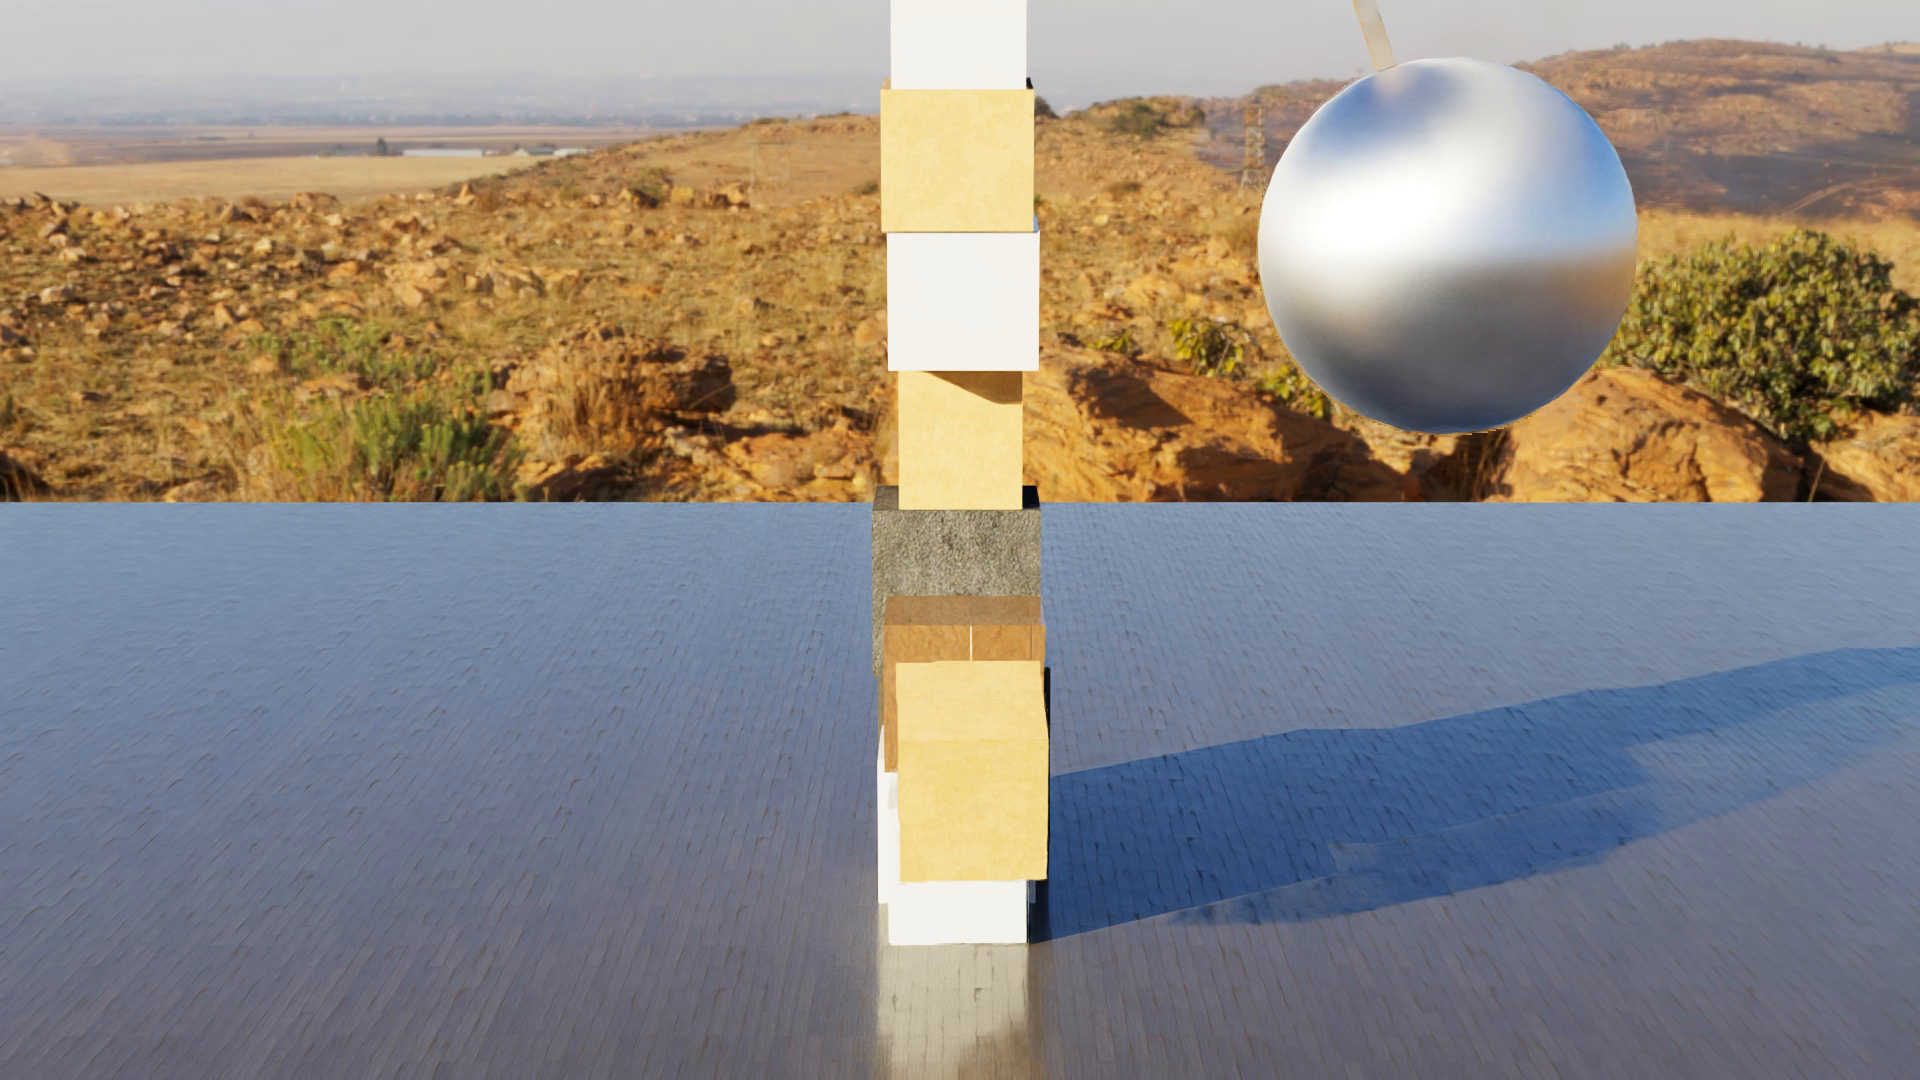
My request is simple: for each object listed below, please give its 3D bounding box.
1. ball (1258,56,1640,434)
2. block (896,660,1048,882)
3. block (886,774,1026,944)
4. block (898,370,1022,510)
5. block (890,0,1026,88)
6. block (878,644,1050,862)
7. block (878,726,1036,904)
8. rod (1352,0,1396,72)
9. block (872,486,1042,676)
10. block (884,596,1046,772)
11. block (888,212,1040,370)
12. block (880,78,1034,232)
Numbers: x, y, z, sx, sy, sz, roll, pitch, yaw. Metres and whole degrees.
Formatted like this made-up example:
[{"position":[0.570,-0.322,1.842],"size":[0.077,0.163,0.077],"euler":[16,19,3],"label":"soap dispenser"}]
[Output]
[{"position":[2.074,-1.252,10.953],"size":[1.600,1.600,1.600],"euler":[0,10,0],"label":"ball"},{"position":[0.041,0.898,10.036],"size":[0.565,0.634,0.601],"euler":[-1,27,-2],"label":"block"},{"position":[-0.011,1.320,10.685],"size":[0.561,0.570,0.527],"euler":[-1,11,0],"label":"block"},{"position":[0.002,-0.515,11.397],"size":[0.535,0.667,0.598],"euler":[0,10,0],"label":"block"},{"position":[-0.006,-2.173,10.673],"size":[0.550,0.540,0.560],"euler":[0,15,0],"label":"block"},{"position":[0.018,0.933,11.922],"size":[0.768,0.899,0.862],"euler":[0,10,0],"label":"block"},{"position":[-0.013,1.193,11.227],"size":[0.672,0.635,0.578],"euler":[0,10,0],"label":"block"},{"position":[0.899,-4.391,10.382],"size":[0.080,5.200,0.080],"euler":[-20,10,4],"label":"rod"},{"position":[-0.015,0.173,11.532],"size":[0.734,0.736,0.701],"euler":[0,10,0],"label":"block"},{"position":[0.018,0.606,10.932],"size":[0.667,0.627,0.620],"euler":[0,10,0],"label":"block"},{"position":[0.014,-1.071,10.963],"size":[0.629,0.585,0.624],"euler":[0,15,0],"label":"block"},{"position":[-0.011,-1.633,10.815],"size":[0.624,0.578,0.657],"euler":[0,15,0],"label":"block"}]
